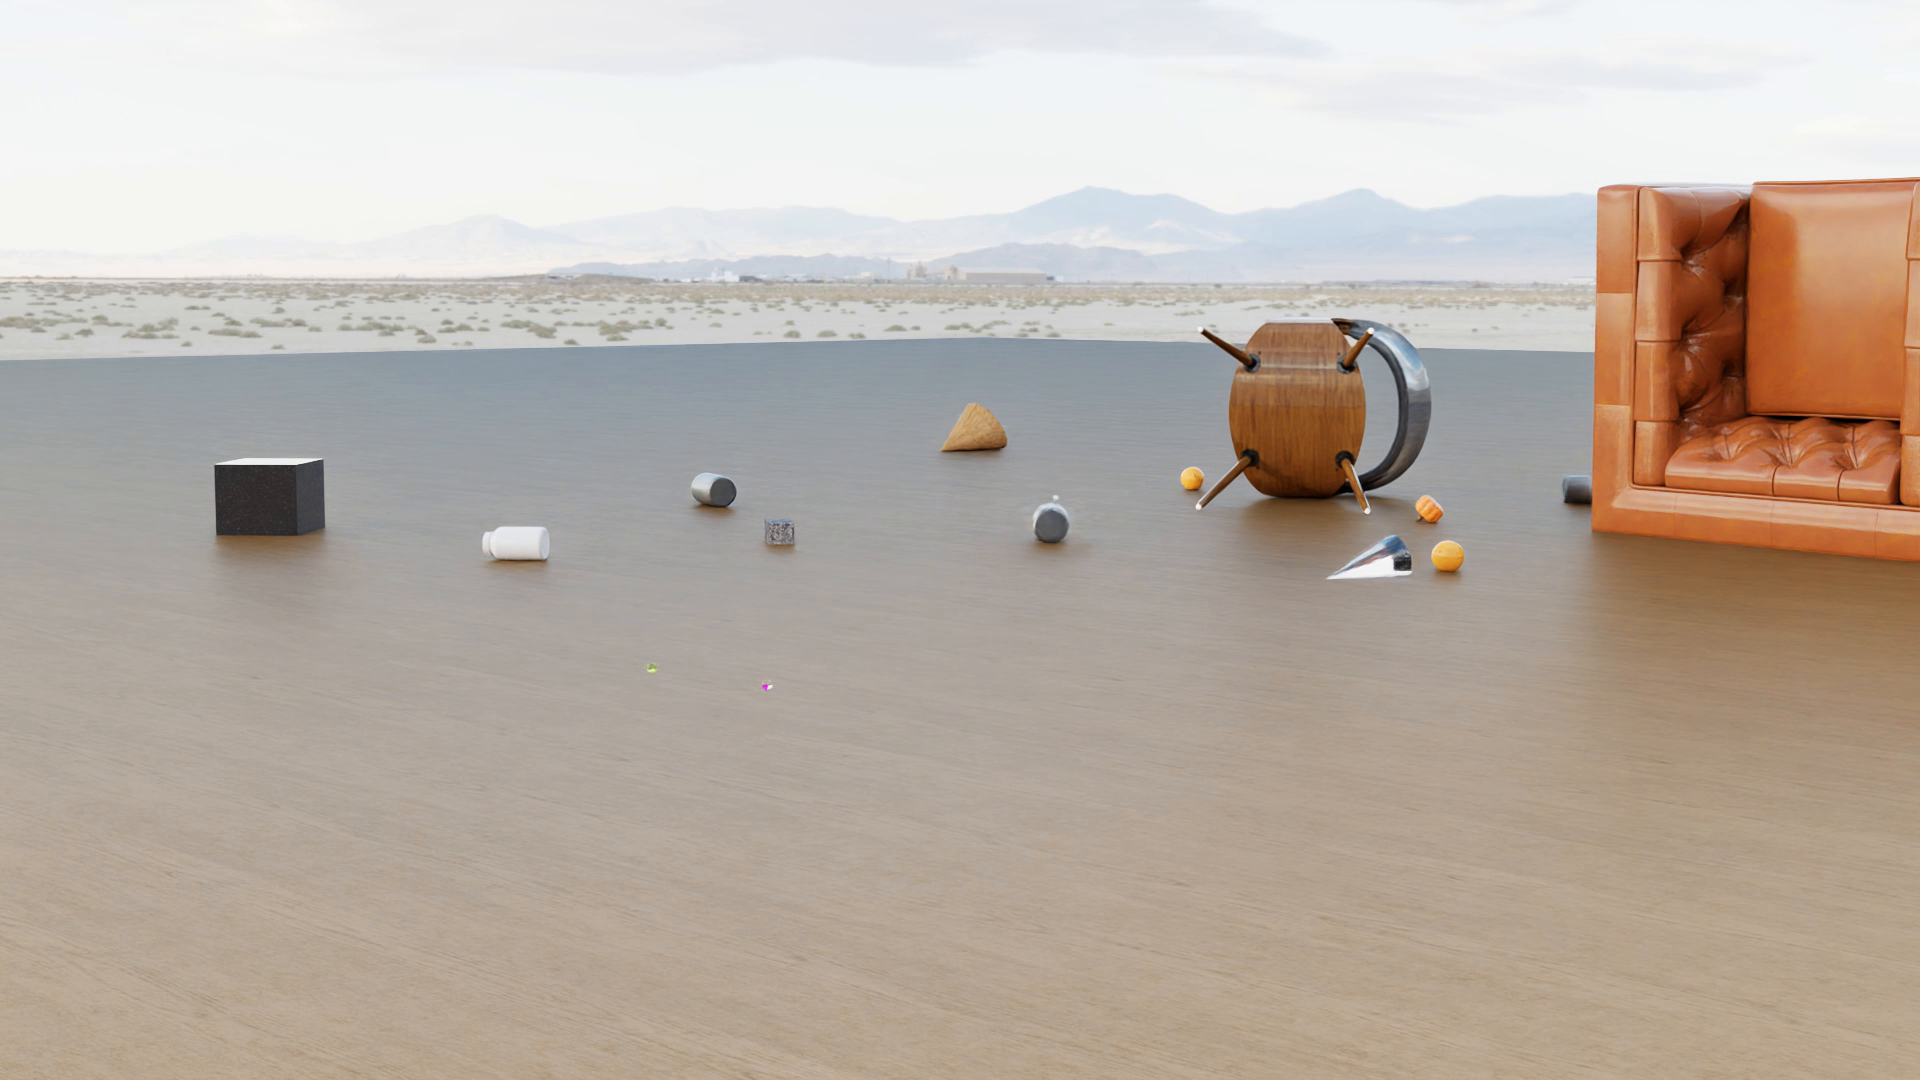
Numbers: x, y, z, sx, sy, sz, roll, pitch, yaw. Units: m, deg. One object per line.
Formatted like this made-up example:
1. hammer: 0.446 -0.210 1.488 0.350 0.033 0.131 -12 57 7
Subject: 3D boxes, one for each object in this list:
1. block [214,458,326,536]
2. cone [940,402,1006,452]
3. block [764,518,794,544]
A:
1. block: -1.779 -0.112 6.620 0.212 0.181 0.213 0 6 5
2. cone: 0.011 -0.383 9.698 0.249 0.153 0.228 -30 65 -35
3. block: -0.448 -0.021 6.363 0.062 0.051 0.118 -1 6 -10
